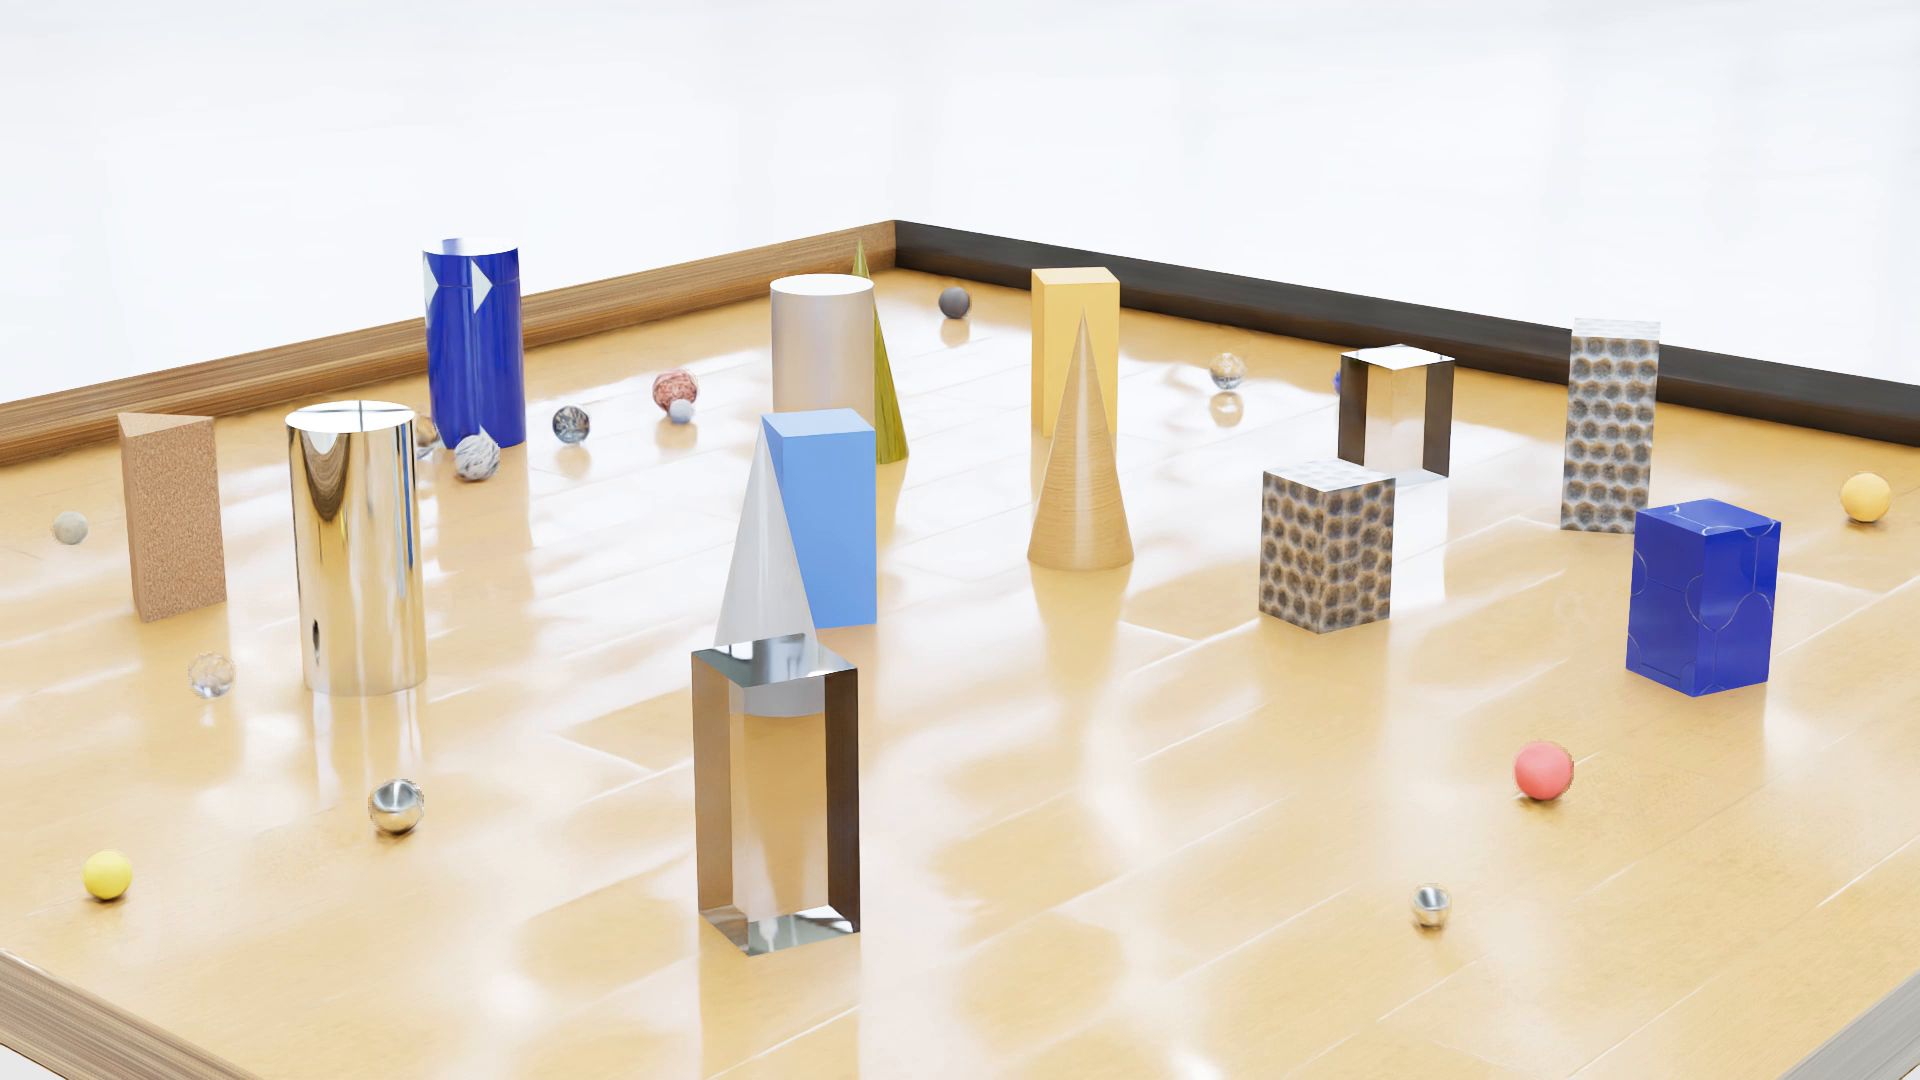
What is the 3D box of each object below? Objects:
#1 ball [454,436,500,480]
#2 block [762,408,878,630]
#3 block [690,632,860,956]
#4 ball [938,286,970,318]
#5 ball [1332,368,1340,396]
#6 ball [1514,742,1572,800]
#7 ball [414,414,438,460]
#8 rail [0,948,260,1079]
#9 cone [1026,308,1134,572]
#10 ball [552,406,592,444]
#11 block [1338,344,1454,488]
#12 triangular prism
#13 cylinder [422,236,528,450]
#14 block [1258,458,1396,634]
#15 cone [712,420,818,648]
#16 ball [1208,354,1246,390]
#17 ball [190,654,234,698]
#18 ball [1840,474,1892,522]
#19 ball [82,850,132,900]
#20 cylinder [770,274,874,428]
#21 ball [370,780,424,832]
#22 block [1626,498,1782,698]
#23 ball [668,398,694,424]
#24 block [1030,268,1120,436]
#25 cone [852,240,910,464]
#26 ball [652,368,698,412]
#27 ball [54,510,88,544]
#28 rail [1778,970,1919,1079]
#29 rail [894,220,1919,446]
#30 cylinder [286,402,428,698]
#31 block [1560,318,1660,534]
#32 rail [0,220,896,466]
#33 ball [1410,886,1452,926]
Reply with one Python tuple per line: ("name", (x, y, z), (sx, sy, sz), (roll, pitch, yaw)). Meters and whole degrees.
("ball", (-0.963, -0.164, 5.841), (0.090, 0.090, 0.090), (0, 17, 0))
("block", (-0.239, -0.036, 4.984), (0.158, 0.339, 0.158), (-5, 17, -16))
("block", (-0.235, 0.323, 3.756), (0.158, 0.360, 0.158), (-9, 19, -27))
("ball", (-0.013, -0.589, 7.271), (0.080, 0.080, 0.080), (0, 17, 0))
("ball", (0.863, -0.348, 6.472), (0.079, 0.079, 0.079), (0, 17, 0))
("ball", (0.838, 0.332, 4.210), (0.082, 0.082, 0.082), (0, 17, 0))
("ball", (-1.114, -0.211, 5.991), (0.094, 0.094, 0.094), (0, 17, 0))
("rail", (-1.335, 0.476, 3.648), (4.043, 0.129, 0.045), (14, 22, 39))
("cone", (0.220, -0.194, 5.291), (0.198, 0.466, 0.198), (0, 17, 0))
("ball", (-0.809, -0.240, 6.108), (0.082, 0.082, 0.082), (0, 17, 0))
("block", (0.869, -0.248, 5.853), (0.158, 0.244, 0.158), (-11, 20, -32))
("triangular prism", (-1.388, -0.048, 5.044), (0.149, 0.328, 0.172), (14, 22, 38))
("cylinder", (-1.009, -0.409, 6.099), (0.198, 0.411, 0.198), (0, 17, 0))
("block", (0.624, 0.008, 4.995), (0.158, 0.250, 0.158), (-11, 20, -32))
("cone", (-0.309, 0.021, 4.626), (0.198, 0.438, 0.198), (0, 17, 0))
("ball", (0.598, -0.375, 6.556), (0.083, 0.083, 0.083), (0, 17, 0))
("ball", (-1.178, 0.215, 4.621), (0.069, 0.069, 0.069), (0, 17, 0))
("ball", (1.719, -0.080, 5.561), (0.092, 0.092, 0.092), (0, 17, 0))
("ball", (-1.127, 0.443, 3.874), (0.064, 0.064, 0.064), (0, 17, 0))
("cylinder", (-0.265, -0.289, 5.686), (0.198, 0.420, 0.198), (0, 17, 0))
("ball", (-0.786, 0.372, 4.092), (0.073, 0.073, 0.073), (0, 17, 0))
("block", (1.188, 0.090, 4.692), (0.158, 0.267, 0.158), (-9, 19, -28))
("ball", (-0.596, -0.275, 6.272), (0.054, 0.054, 0.054), (0, 17, 0))
("block", (0.243, -0.400, 6.216), (0.158, 0.326, 0.158), (-2, 17, -8))
("cone", (-0.202, -0.396, 5.984), (0.198, 0.453, 0.198), (0, 17, 0))
("ball", (-0.618, -0.323, 6.353), (0.099, 0.099, 0.099), (0, 17, 0))
("ball", (-1.643, -0.023, 5.420), (0.063, 0.063, 0.063), (0, 17, 0))
("rail", (1.509, 0.410, 3.866), (0.045, 0.129, 4.120), (14, 22, 39))
("rail", (1.335, -0.411, 6.592), (4.043, 0.129, 0.045), (14, 22, 39))
("cylinder", (-0.956, 0.013, 4.662), (0.198, 0.432, 0.198), (0, 17, 0))
("block", (1.224, -0.215, 5.520), (0.158, 0.374, 0.158), (4, 17, 13))
("rail", (-1.509, -0.346, 6.374), (0.045, 0.129, 4.120), (14, 22, 39))
("ball", (0.610, 0.473, 3.794), (0.051, 0.051, 0.051), (0, 17, 0))
